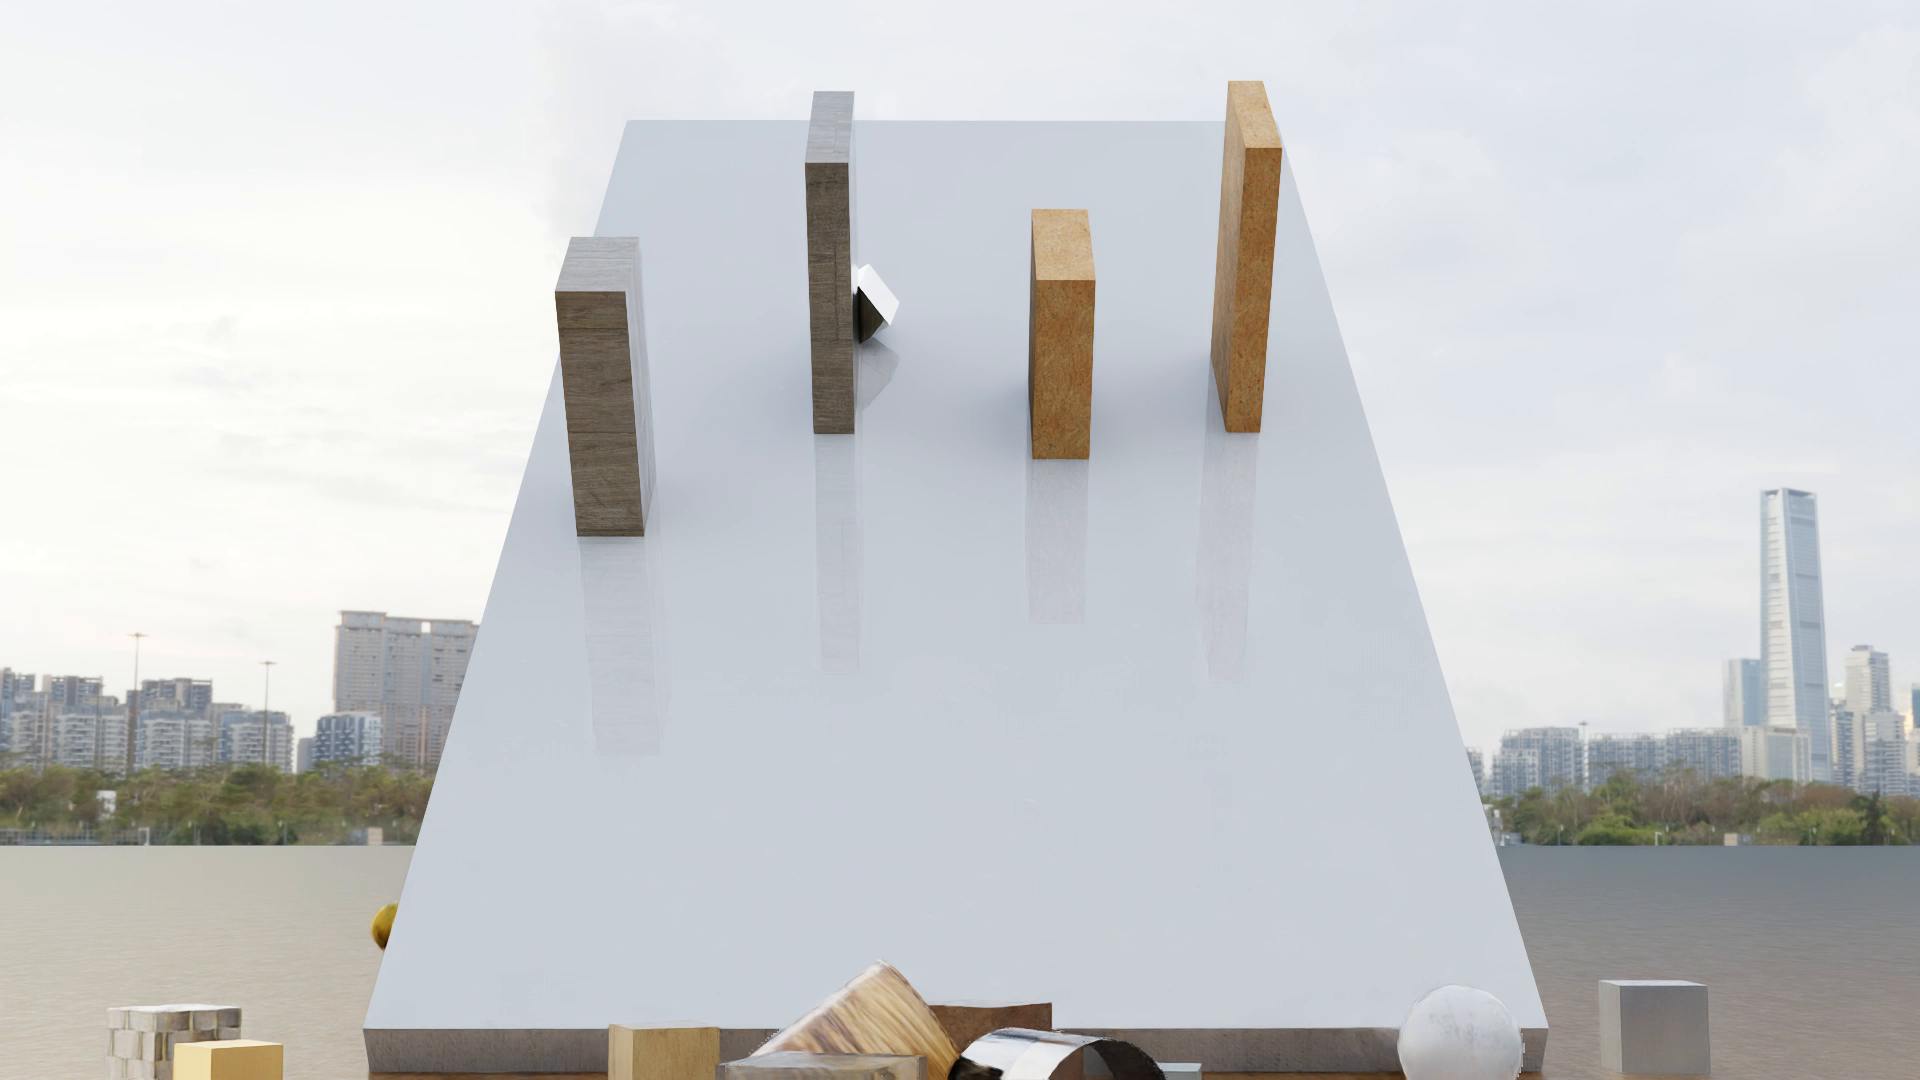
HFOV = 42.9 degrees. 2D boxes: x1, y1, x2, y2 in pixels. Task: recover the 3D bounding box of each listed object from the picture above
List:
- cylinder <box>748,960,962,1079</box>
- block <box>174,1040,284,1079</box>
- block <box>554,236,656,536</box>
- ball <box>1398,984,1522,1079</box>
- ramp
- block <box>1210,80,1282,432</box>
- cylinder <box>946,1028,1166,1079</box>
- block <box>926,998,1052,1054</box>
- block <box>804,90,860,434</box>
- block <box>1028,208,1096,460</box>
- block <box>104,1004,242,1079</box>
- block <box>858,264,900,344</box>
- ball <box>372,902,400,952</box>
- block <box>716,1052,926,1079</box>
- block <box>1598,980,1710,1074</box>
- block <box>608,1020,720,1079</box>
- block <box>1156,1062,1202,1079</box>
[{"bbox_3d":[-0.111,0.604,2.755,0.186,0.186,0.186,-35,3,-16],"label":"cylinder"},{"bbox_3d":[-1.026,0.761,3.424,0.109,0.109,0.109,7,-10,-43],"label":"block"},{"bbox_3d":[-0.779,-0.336,5.404,0.149,0.606,0.270,0,32,0],"label":"block"},{"bbox_3d":[0.737,0.748,3.603,0.180,0.180,0.180,0,-7,0],"label":"ball"},{"bbox_3d":[-0.015,-0.191,5.845,2.000,0.100,4.000,0,32,0],"label":"ramp"},{"bbox_3d":[0.679,-0.676,5.842,0.083,0.731,0.407,0,32,0],"label":"block"},{"bbox_3d":[0.105,0.628,2.645,0.185,0.185,0.185,4,-8,-32],"label":"cylinder"},{"bbox_3d":[0.032,0.768,3.650,0.151,0.151,0.151,-5,-9,37],"label":"block"},{"bbox_3d":[-0.301,-0.664,5.847,0.098,0.698,0.431,0,32,0],"label":"block"},{"bbox_3d":[0.238,-0.490,5.791,0.133,0.466,0.387,0,32,0],"label":"block"},{"bbox_3d":[-1.184,0.776,3.676,0.142,0.142,0.142,-6,-9,42],"label":"block"},{"bbox_3d":[-0.256,-0.594,6.222,0.130,0.130,0.130,-29,22,25],"label":"block"},{"bbox_3d":[-1.942,1.341,8.447,0.180,0.180,0.180,0,-7,0],"label":"ball"},{"bbox_3d":[-0.140,0.618,2.498,0.169,0.169,0.169,-2,-7,17],"label":"block"},{"bbox_3d":[1.193,0.837,4.203,0.148,0.148,0.148,0,-7,1],"label":"block"},{"bbox_3d":[-0.429,0.765,3.528,0.128,0.128,0.128,3,-8,-23],"label":"block"},{"bbox_3d":[0.242,0.713,3.040,0.112,0.112,0.112,-1,-7,8],"label":"block"}]
